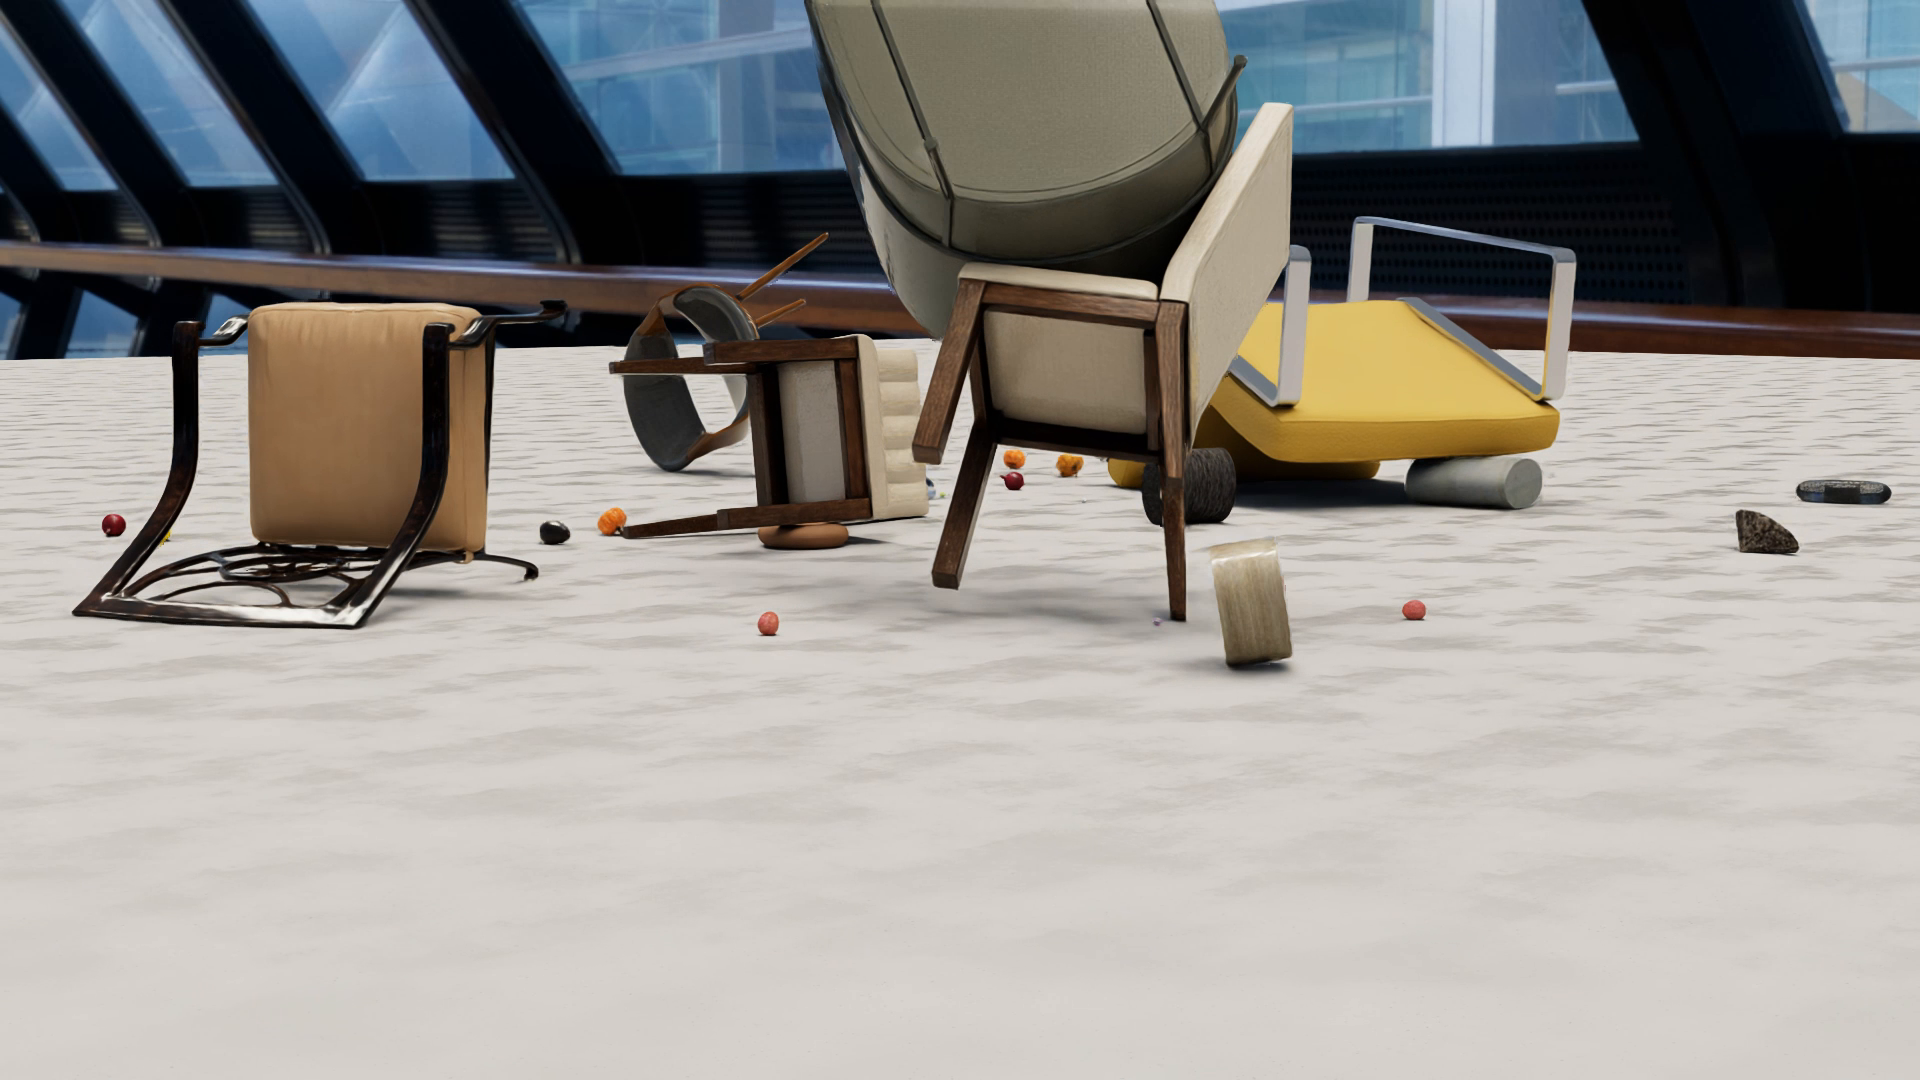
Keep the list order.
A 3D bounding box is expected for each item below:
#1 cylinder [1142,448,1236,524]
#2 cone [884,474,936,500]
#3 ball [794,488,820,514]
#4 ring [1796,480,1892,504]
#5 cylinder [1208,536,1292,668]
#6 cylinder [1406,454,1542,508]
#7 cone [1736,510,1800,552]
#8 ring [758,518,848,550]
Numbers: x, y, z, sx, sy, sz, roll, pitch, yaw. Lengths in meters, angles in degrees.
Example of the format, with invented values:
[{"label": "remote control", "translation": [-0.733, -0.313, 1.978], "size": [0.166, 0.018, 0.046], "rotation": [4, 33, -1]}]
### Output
[{"label": "cylinder", "translation": [0.609, -0.143, 6.832], "size": [0.198, 0.201, 0.155], "rotation": [-3, 14, -28]}, {"label": "cone", "translation": [-0.166, -0.141, 7.591], "size": [0.146, 0.073, 0.134], "rotation": [-14, -17, 22]}, {"label": "ball", "translation": [-0.423, -0.110, 7.118], "size": [0.074, 0.074, 0.074], "rotation": [0, 6, 0]}, {"label": "ring", "translation": [2.574, -0.140, 7.476], "size": [0.270, 0.062, 0.144], "rotation": [3, 8, 28]}, {"label": "cylinder", "translation": [0.488, 0.104, 4.314], "size": [0.109, 0.210, 0.201], "rotation": [-9, 32, 5]}, {"label": "cylinder", "translation": [1.475, -0.170, 7.360], "size": [0.307, 0.143, 0.251], "rotation": [4, 10, 37]}, {"label": "cone", "translation": [1.896, 0.004, 6.130], "size": [0.086, 0.117, 0.223], "rotation": [-37, 25, -9]}, {"label": "ring", "translation": [-0.383, -0.015, 6.274], "size": [0.222, 0.060, 0.230], "rotation": [0, 6, -10]}]
